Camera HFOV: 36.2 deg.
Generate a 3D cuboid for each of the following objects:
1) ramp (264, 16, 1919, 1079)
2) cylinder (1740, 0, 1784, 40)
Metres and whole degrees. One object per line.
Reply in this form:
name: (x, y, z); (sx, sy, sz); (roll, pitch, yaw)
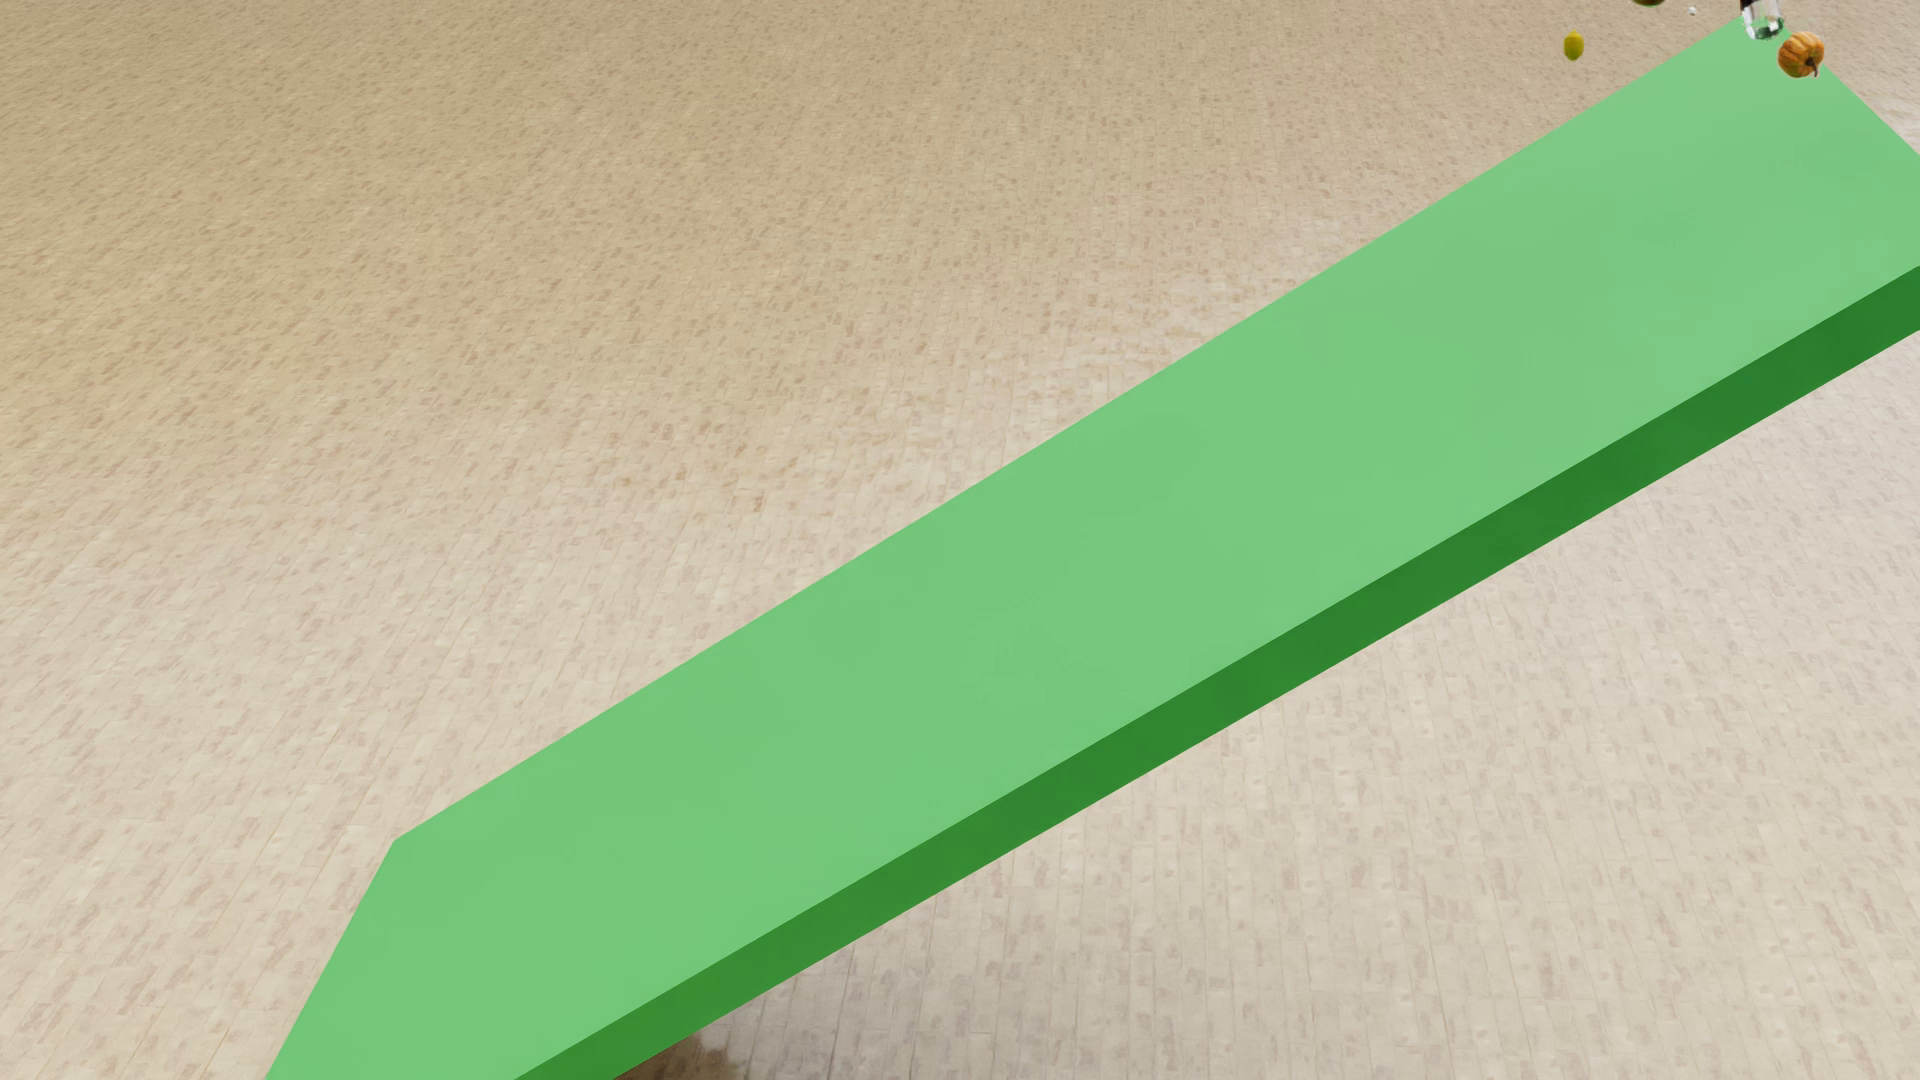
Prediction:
ramp: (0.138, 0.172, 6.299); (4.000, 0.100, 2.000); (-31, 16, 14)
cylinder: (1.504, -0.986, 5.515); (0.068, 0.068, 0.068); (-2, 59, -6)
